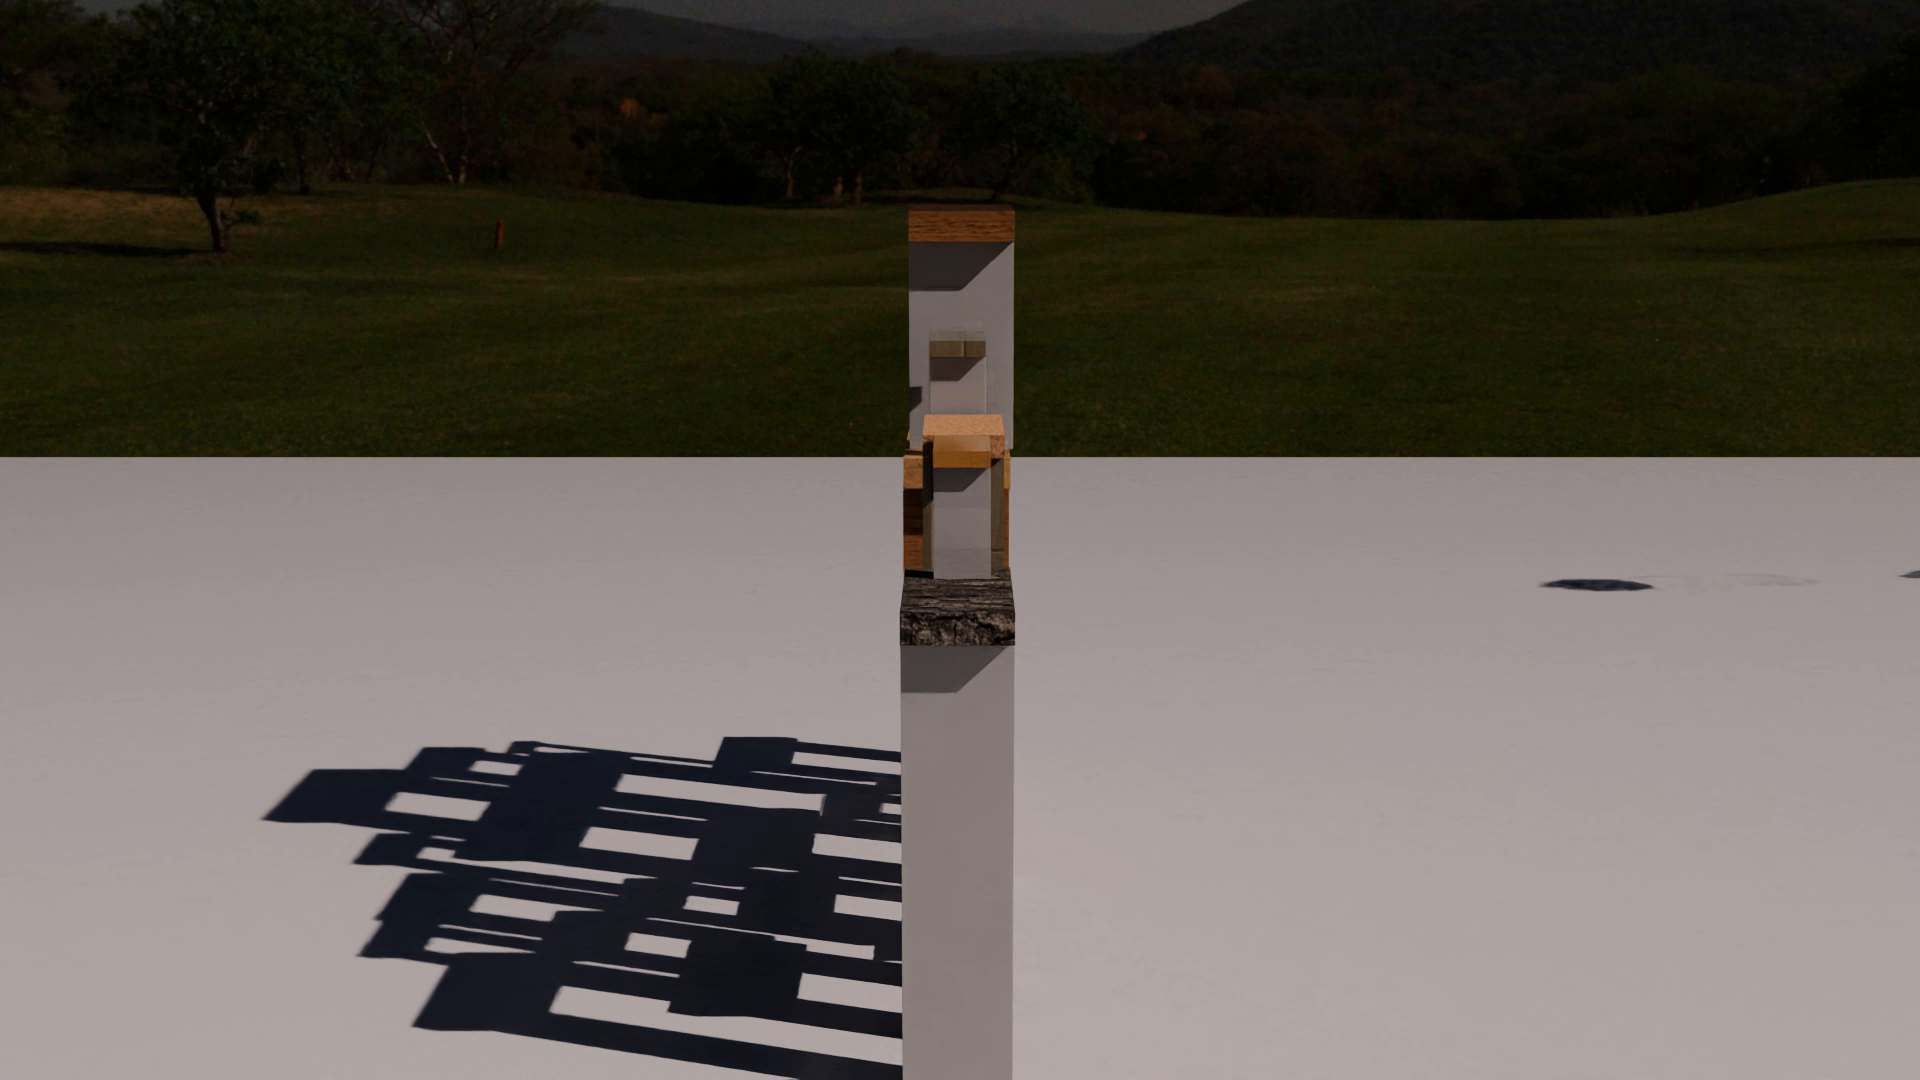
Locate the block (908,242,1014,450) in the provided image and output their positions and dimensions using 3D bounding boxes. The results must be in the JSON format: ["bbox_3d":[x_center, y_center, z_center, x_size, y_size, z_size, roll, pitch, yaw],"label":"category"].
[{"bbox_3d":[0.002,-0.313,3.519,0.166,0.332,0.047,0,11,0],"label":"block"}]

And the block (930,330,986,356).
[{"bbox_3d":[-0.005,-0.301,3.374,0.085,0.024,0.169,0,11,-1],"label":"block"}]

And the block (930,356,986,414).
[{"bbox_3d":[-0.004,-0.069,3.360,0.085,0.428,0.024,0,11,-1],"label":"block"}]

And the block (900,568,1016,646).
[{"bbox_3d":[-0.003,0.086,2.900,0.145,0.041,0.290,0,11,0],"label":"block"}]

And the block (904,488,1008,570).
[{"bbox_3d":[-0.006,0.117,3.529,0.167,0.422,0.047,0,11,0],"label":"block"}]

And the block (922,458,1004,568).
[{"bbox_3d":[0.005,-0.008,3.142,0.115,0.230,0.033,0,11,0],"label":"block"}]

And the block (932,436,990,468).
[{"bbox_3d":[0.003,-0.121,2.999,0.077,0.022,0.154,0,11,0],"label":"block"}]

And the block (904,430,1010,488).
[{"bbox_3d":[-0.004,-0.134,3.596,0.167,0.047,0.334,0,11,0],"label":"block"}]

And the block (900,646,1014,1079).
[{"bbox_3d":[-0.003,0.426,2.865,0.145,0.616,0.041,0,11,0],"label":"block"}]

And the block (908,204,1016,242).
[{"bbox_3d":[0.003,-0.520,3.594,0.166,0.047,0.332,0,11,0],"label":"block"}]

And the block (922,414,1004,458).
[{"bbox_3d":[0.005,-0.152,3.193,0.115,0.033,0.230,0,11,0],"label":"block"}]

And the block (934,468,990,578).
[{"bbox_3d":[0.003,-0.025,2.965,0.077,0.154,0.022,0,11,0],"label":"block"}]
